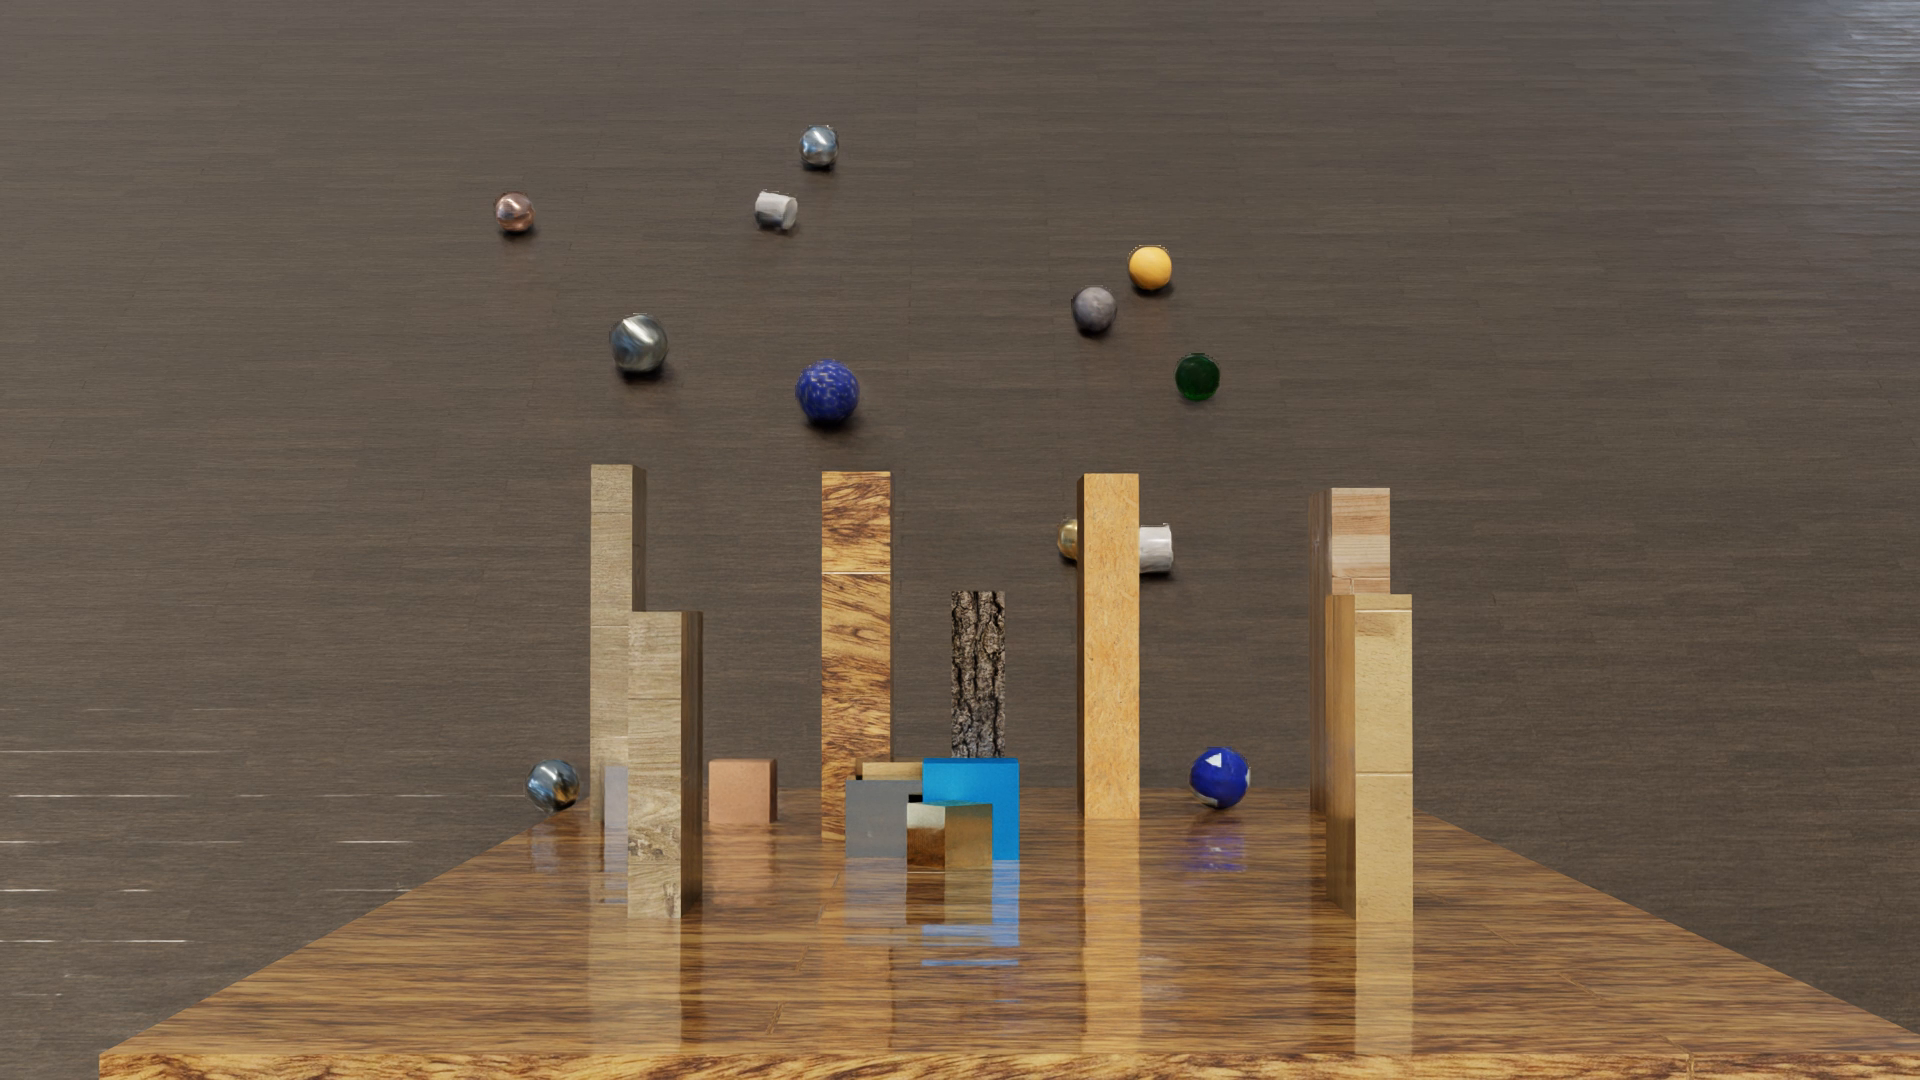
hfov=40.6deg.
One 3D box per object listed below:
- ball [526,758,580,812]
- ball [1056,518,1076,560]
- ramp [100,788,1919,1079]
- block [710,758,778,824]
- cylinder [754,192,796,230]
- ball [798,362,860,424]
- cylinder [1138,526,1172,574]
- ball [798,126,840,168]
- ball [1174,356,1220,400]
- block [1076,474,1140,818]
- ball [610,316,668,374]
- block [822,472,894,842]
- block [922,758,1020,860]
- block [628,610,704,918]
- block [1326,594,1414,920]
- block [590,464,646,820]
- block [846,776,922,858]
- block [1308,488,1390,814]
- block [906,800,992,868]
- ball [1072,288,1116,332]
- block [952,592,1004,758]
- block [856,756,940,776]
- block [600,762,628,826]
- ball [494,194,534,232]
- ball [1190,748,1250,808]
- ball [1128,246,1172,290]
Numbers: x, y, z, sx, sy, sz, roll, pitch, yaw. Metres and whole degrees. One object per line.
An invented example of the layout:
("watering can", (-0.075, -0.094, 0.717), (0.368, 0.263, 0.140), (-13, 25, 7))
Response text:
("ball", (-0.965, 0.583, 6.158), (0.129, 0.129, 0.129), (0, 34, 0))
("ball", (0.353, -0.001, 7.790), (0.126, 0.126, 0.126), (0, 34, 0))
("ramp", (0.075, 0.650, 4.786), (2.000, 0.100, 4.000), (0, -1, 0))
("block", (-0.480, 0.557, 5.760), (0.134, 0.134, 0.134), (0, -1, 3))
("cylinder", (-0.683, -1.220, 9.613), (0.118, 0.118, 0.118), (13, 36, 18))
("ball", (-0.426, -0.478, 8.433), (0.202, 0.202, 0.202), (0, 34, 0))
("cylinder", (0.555, 0.031, 7.726), (0.138, 0.138, 0.138), (-3, 34, -3))
("ball", (-0.544, -1.518, 10.025), (0.156, 0.156, 0.156), (0, 34, 0))
("ball", (0.784, -0.534, 8.564), (0.149, 0.149, 0.149), (0, 34, 0))
("block", (0.340, 0.242, 6.007), (0.122, 0.774, 0.367), (0, -1, 0))
("ball", (-1.074, -0.654, 8.702), (0.195, 0.195, 0.195), (0, 34, 0))
("block", (-0.211, 0.240, 5.426), (0.139, 0.751, 0.325), (0, -1, 0))
("block", (0.021, 0.514, 4.980), (0.181, 0.181, 0.181), (0, -1, 0))
("block", (-0.470, 0.350, 4.164), (0.081, 0.471, 0.339), (0, -1, 0))
("block", (0.647, 0.336, 4.122), (0.087, 0.497, 0.321), (0, -1, 0))
("block", (-0.776, 0.231, 5.907), (0.092, 0.793, 0.258), (0, -1, 0))
("block", (-0.145, 0.532, 5.003), (0.147, 0.147, 0.147), (0, -1, 0))
("block", (0.904, 0.259, 6.035), (0.130, 0.743, 0.382), (0, -1, 0))
("block", (-0.019, 0.544, 4.809), (0.113, 0.113, 0.113), (1, -2, -39))
("ball", (0.465, -0.796, 8.953), (0.151, 0.151, 0.151), (0, 34, 0))
("block", (0.036, 0.358, 5.248), (0.104, 0.507, 0.347), (0, -1, 0))
("block", (-0.116, 0.524, 5.173), (0.171, 0.171, 0.171), (0, -1, -7))
("block", (-0.721, 0.558, 5.706), (0.129, 0.129, 0.129), (0, -1, -12))
("ball", (-1.642, -1.205, 9.569), (0.145, 0.145, 0.145), (0, 34, 0))
("ball", (0.610, 0.561, 6.098), (0.142, 0.142, 0.142), (0, 34, 0))
("ball", (0.674, -0.962, 9.197), (0.155, 0.155, 0.155), (0, 34, 0))
